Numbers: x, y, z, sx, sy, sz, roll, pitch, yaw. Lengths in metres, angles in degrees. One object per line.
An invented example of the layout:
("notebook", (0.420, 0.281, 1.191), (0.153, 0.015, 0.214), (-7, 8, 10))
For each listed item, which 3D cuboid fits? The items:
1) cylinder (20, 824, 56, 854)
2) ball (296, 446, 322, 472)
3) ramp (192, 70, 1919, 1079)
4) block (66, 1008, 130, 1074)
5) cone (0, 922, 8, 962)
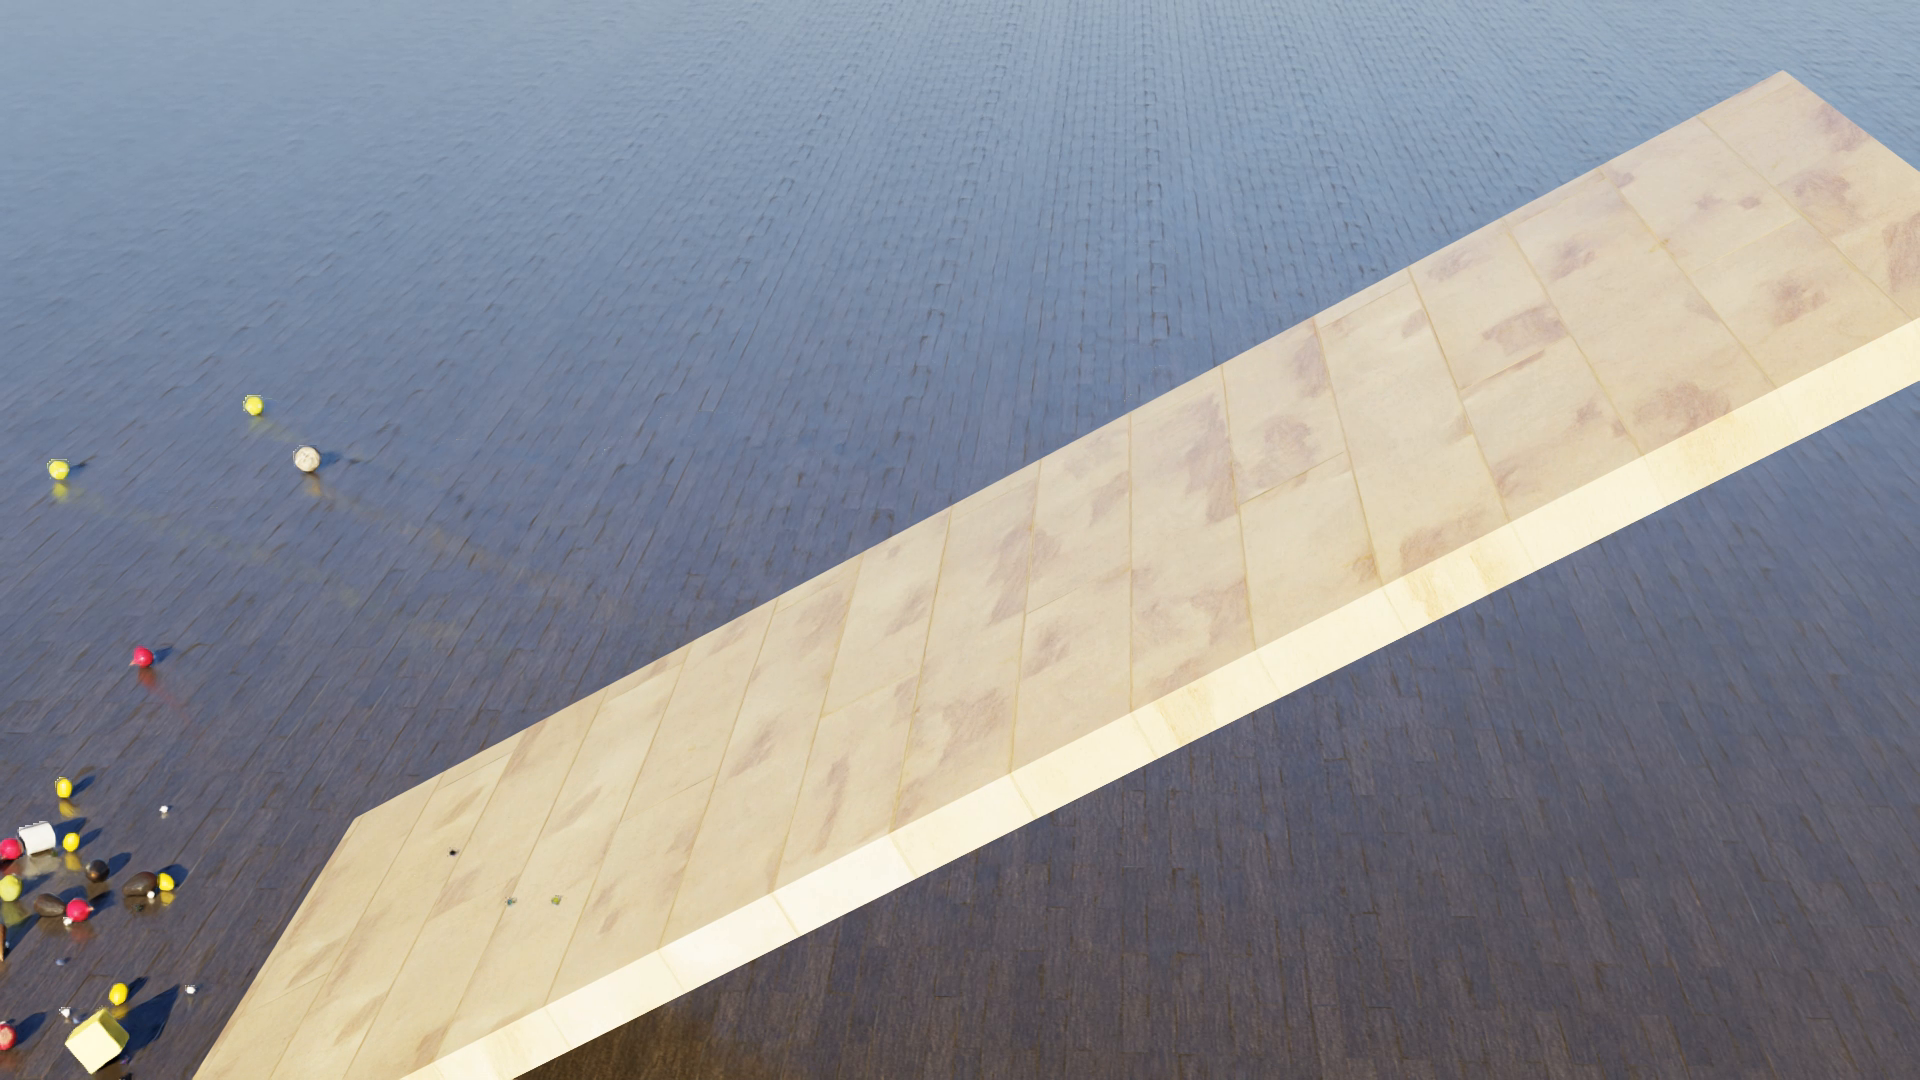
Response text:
("cylinder", (-2.391, 0.775, 7.623), (0.067, 0.067, 0.067), (-15, 24, -39))
("ball", (-2.405, -0.297, 10.853), (0.095, 0.095, 0.095), (0, 18, 0))
("ramp", (0.142, 0.167, 6.283), (4.000, 0.100, 2.000), (-28, 14, 11))
("block", (-1.907, 1.107, 6.507), (0.087, 0.087, 0.087), (-36, 12, 3))
("cone", (-2.309, 0.978, 7.048), (0.086, 0.086, 0.086), (-14, 49, -36))
